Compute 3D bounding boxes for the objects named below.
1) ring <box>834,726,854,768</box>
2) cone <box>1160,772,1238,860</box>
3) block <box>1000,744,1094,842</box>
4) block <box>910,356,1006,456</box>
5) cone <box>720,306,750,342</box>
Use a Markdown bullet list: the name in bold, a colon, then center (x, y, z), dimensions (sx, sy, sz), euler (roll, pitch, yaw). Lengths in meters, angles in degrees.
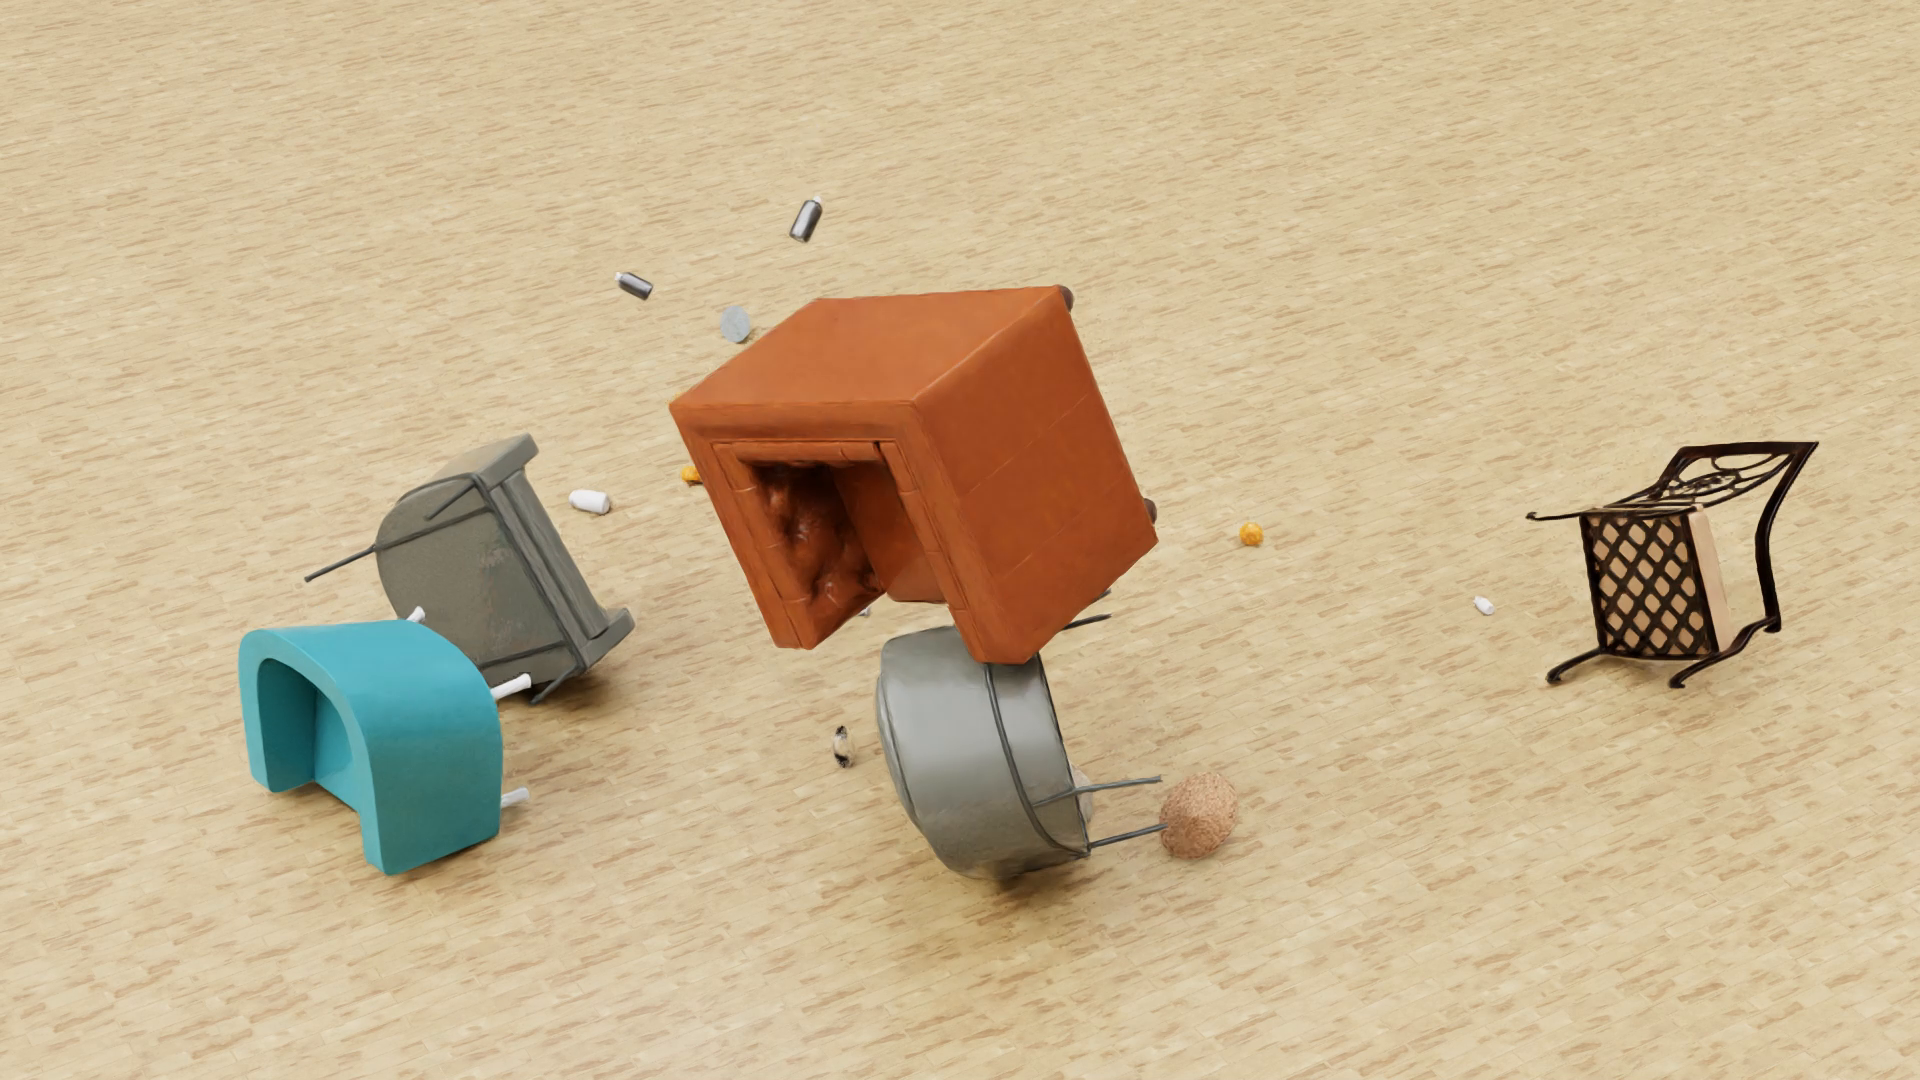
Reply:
- **ring**: center (-0.388, 0.692, 9.782), dimensions (0.039, 0.128, 0.148), euler (-9, 43, 17)
- **cone**: center (0.750, 0.877, 9.310), dimensions (0.230, 0.302, 0.126), euler (33, 2, 12)
- **block**: center (0.280, 0.823, 9.549), dimensions (0.206, 0.159, 0.238), euler (-19, 38, -26)
- **block**: center (-0.007, -0.530, 11.542), dimensions (0.255, 0.223, 0.303), euler (19, 38, 25)
- **cone**: center (-0.914, -0.889, 12.242), dimensions (0.090, 0.143, 0.179), euler (24, 27, -56)
